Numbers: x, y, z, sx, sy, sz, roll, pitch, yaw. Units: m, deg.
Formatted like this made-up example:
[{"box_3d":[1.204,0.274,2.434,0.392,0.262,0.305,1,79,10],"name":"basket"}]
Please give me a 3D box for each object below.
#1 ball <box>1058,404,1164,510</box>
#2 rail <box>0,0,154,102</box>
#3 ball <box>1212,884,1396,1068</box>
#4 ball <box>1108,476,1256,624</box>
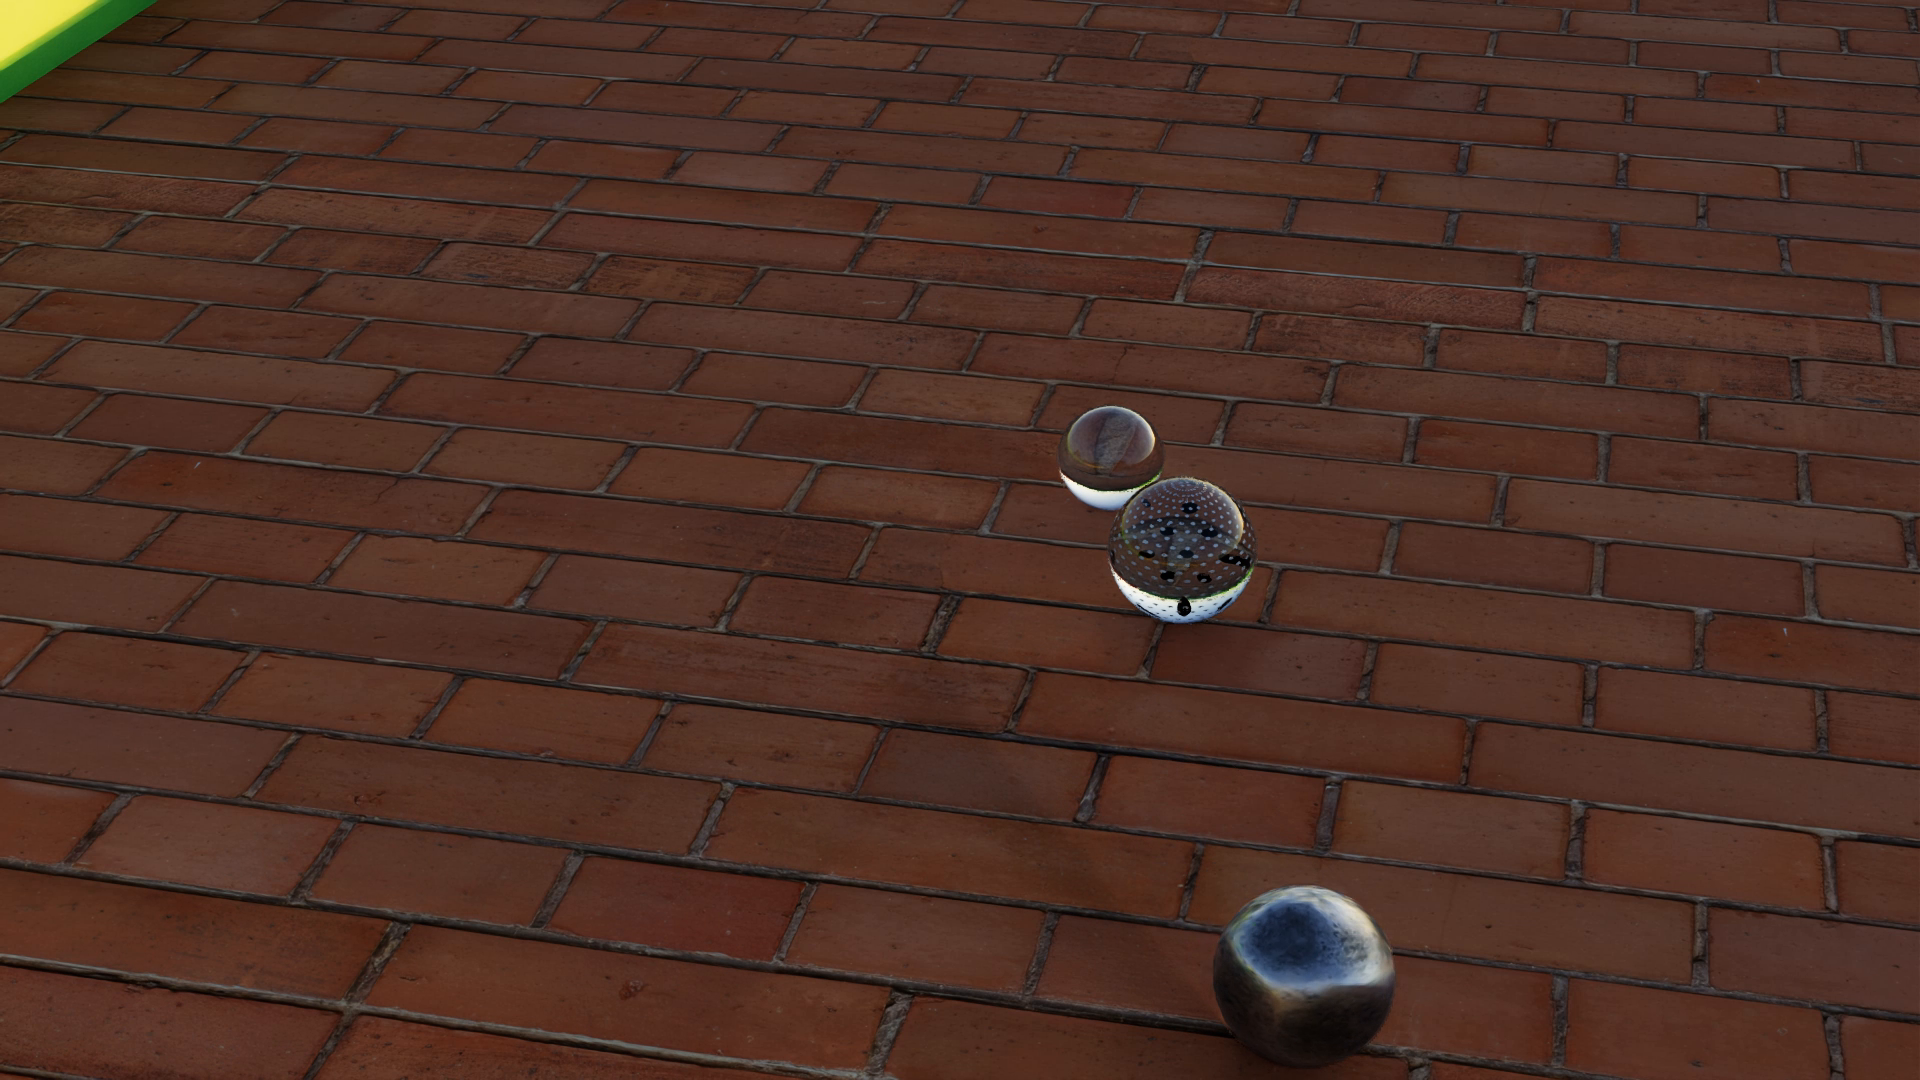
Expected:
[{"box_3d":[0.095,-0.051,1.842,0.066,0.066,0.066,0,28,0],"name":"ball"},{"box_3d":[-0.764,-0.505,2.650,0.045,0.112,3.378,6,28,11],"name":"rail"},{"box_3d":[0.157,0.200,1.348,0.083,0.083,0.083,0,28,0],"name":"ball"},{"box_3d":[0.129,0.006,1.713,0.086,0.086,0.086,0,28,0],"name":"ball"}]
